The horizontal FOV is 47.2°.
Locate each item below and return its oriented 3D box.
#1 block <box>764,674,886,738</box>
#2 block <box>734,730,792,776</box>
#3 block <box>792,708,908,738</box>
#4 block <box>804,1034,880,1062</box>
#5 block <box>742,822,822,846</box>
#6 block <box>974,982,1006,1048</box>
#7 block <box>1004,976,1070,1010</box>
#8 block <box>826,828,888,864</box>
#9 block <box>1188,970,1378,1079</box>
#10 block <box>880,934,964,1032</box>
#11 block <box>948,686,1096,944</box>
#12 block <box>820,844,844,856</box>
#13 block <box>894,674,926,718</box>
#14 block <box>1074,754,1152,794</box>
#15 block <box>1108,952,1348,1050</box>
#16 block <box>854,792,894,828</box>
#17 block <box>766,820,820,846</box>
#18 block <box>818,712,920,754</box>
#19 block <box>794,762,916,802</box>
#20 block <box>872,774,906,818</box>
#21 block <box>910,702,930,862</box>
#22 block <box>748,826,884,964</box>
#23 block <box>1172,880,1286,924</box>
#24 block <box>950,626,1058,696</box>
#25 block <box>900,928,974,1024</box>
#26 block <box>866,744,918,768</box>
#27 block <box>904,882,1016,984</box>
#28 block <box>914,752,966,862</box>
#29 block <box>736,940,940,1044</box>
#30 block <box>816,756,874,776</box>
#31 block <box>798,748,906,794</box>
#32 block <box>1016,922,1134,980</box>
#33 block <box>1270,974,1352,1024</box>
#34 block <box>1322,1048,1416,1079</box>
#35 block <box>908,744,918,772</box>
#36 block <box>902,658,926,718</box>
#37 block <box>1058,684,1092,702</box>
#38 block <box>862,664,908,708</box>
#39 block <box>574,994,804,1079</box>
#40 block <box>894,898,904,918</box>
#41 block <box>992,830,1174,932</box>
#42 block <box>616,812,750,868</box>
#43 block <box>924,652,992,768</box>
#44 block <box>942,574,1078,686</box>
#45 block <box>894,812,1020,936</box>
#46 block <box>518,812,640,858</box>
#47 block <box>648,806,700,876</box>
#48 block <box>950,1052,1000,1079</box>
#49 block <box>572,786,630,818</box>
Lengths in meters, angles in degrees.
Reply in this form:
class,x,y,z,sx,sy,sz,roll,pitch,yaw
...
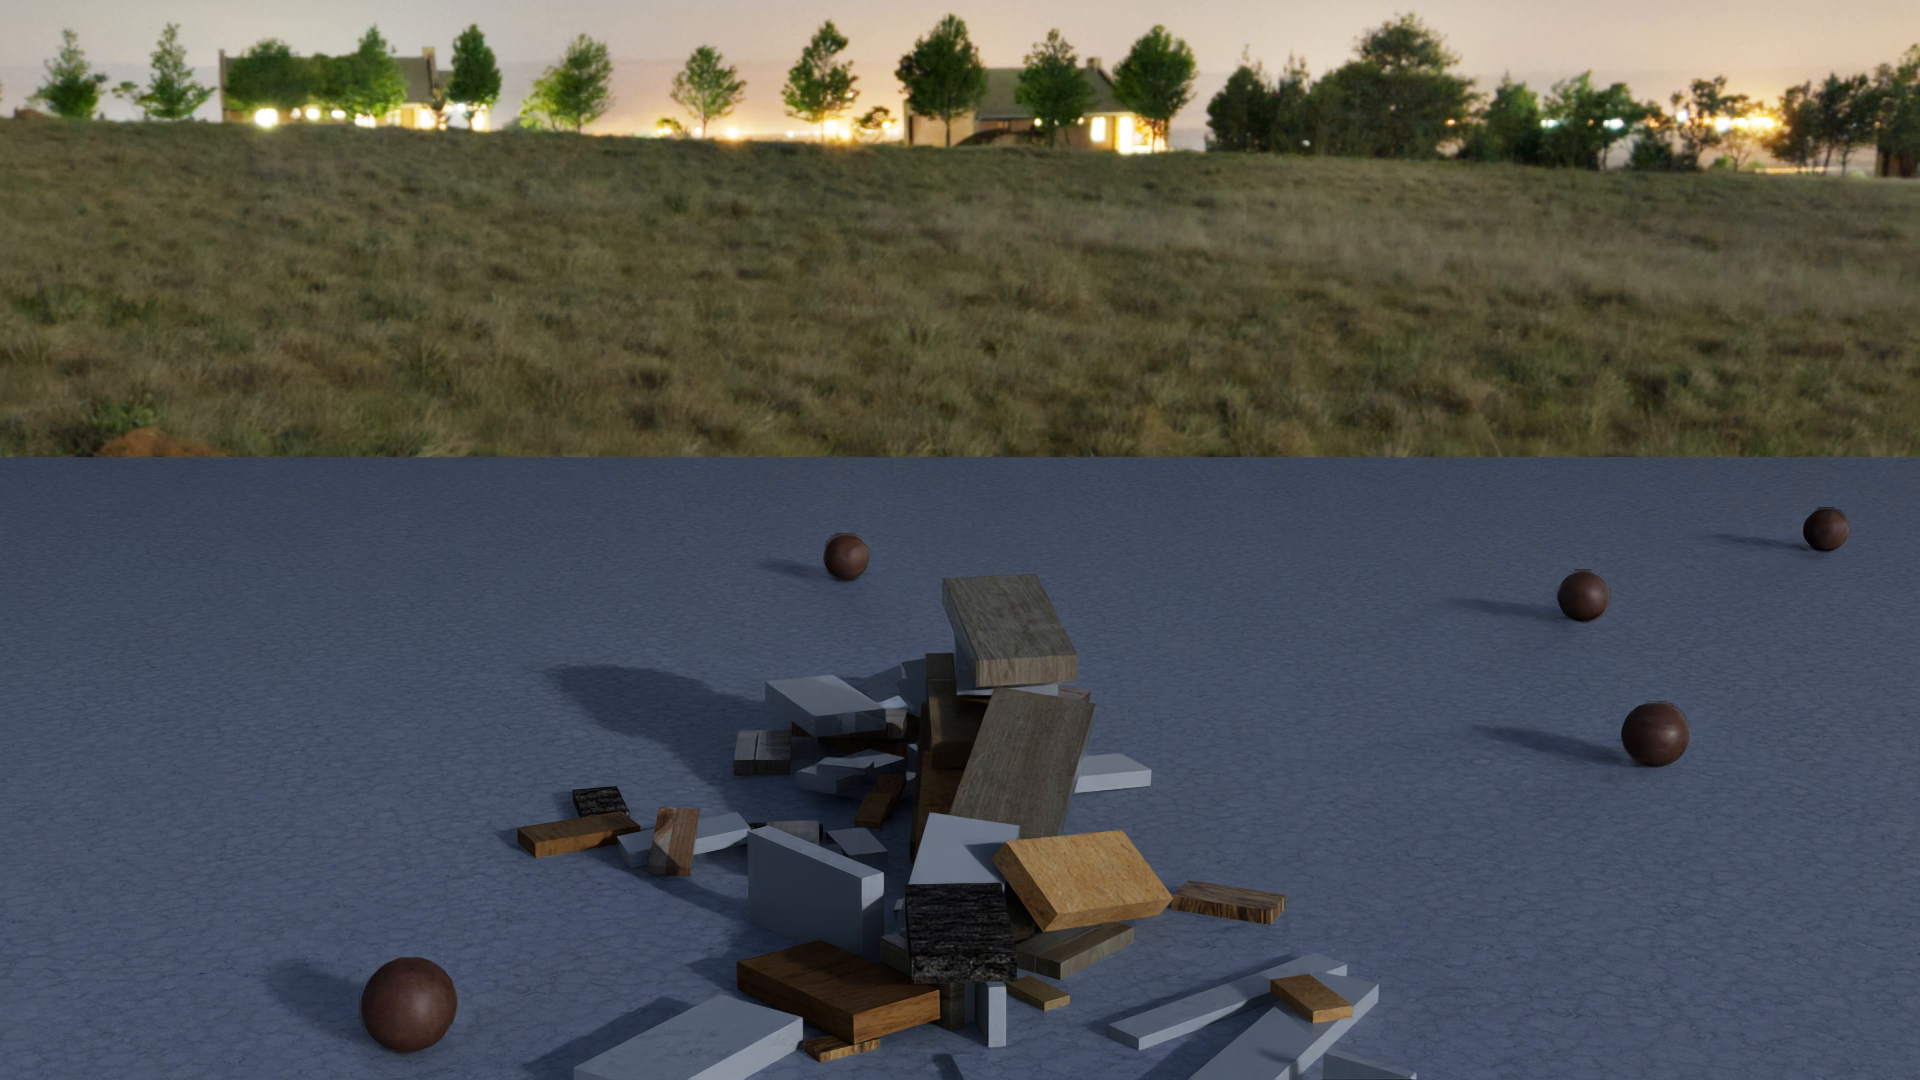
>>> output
class,x,y,z,sx,sy,sz,roll,pitch,yaw
block,-0.281,0.341,4.544,0.153,0.043,0.306,-5,12,-23
block,-0.397,0.429,4.449,0.110,0.031,0.220,-1,11,-3
block,-0.227,0.378,4.553,0.229,0.032,0.114,1,11,4
block,-0.164,0.699,3.045,0.094,0.013,0.047,-6,12,-31
block,-0.321,0.529,3.943,0.143,0.020,0.072,0,11,3
block,0.034,0.645,3.131,0.025,0.088,0.176,-2,11,-11
block,0.113,0.665,3.229,0.047,0.013,0.095,-8,13,-35
block,-0.182,0.541,3.879,0.072,0.020,0.143,-4,11,-19
block,0.403,0.707,2.965,0.097,0.028,0.645,6,12,30
block,-0.055,0.637,3.174,0.025,0.088,0.175,-8,13,-35
block,0.083,0.446,3.634,0.180,0.051,0.567,9,35,10
block,-0.241,0.562,3.750,0.092,0.026,0.184,-2,11,-9
block,-0.080,0.295,4.164,0.053,0.015,0.105,-15,34,-21
block,0.243,0.453,4.265,0.229,0.032,0.114,-2,12,-28
block,0.395,0.668,3.199,0.433,0.018,0.063,-9,14,-39
block,-0.159,0.498,4.054,0.049,0.014,0.098,2,26,13
block,-0.289,0.526,3.799,0.092,0.026,0.184,-1,11,-4
block,-0.176,0.401,4.602,0.221,0.031,0.110,-9,14,-39
block,-0.196,0.466,4.252,0.221,0.031,0.110,6,12,29
block,-0.139,0.479,4.121,0.053,0.015,0.105,3,33,15
block,0.010,0.432,3.935,0.178,0.050,0.356,2,38,2
block,-0.228,0.557,3.435,0.042,0.149,0.299,-9,14,-39
block,0.439,0.592,3.594,0.167,0.024,0.084,5,12,25
block,0.078,0.185,4.082,0.180,0.051,0.360,0,23,-3
block,-0.034,0.632,3.201,0.025,0.088,0.176,-6,12,-30
block,-0.106,0.436,4.436,0.167,0.024,0.084,1,11,3
block,-0.002,0.568,3.194,0.146,0.041,0.293,-1,11,-3
block,0.018,0.488,3.744,0.178,0.050,0.356,2,30,1
block,-0.179,0.651,3.184,0.149,0.042,0.299,-8,10,-37
block,-0.217,0.429,4.175,0.098,0.014,0.049,4,11,18
block,-0.205,0.443,4.214,0.098,0.028,0.195,9,14,40
block,0.173,0.627,3.395,0.097,0.028,0.194,8,13,38
block,0.500,0.653,3.132,0.063,0.018,0.125,-4,11,-20
block,0.531,0.709,2.859,0.125,0.063,0.018,8,13,37
block,-0.080,0.440,4.330,0.015,0.053,0.105,-4,11,-20
block,-0.018,0.308,4.190,0.129,0.037,0.258,-9,32,-12
block,0.111,0.386,4.516,0.153,0.043,0.713,12,11,15
block,-0.146,0.326,4.800,0.114,0.032,0.371,-21,7,-4
block,-0.363,0.698,2.972,0.149,0.042,0.299,7,13,33
block,-0.054,0.589,3.568,0.103,0.015,0.051,-13,9,9
block,0.196,0.535,3.468,0.292,0.041,0.146,3,41,-48
block,-0.485,0.527,3.872,0.219,0.028,0.098,-10,13,-18
block,0.031,0.305,3.991,0.178,0.050,0.356,0,23,-3
block,0.086,0.160,4.009,0.180,0.051,0.360,-3,23,-10
block,-0.004,0.544,3.405,0.146,0.041,0.292,8,35,8
block,-0.682,0.526,3.936,0.195,0.028,0.098,-6,12,-29
block,-0.494,0.521,3.806,0.072,0.020,0.143,4,37,-1
block,0.021,0.715,2.958,0.047,0.013,0.095,-2,11,-13
block,-0.670,0.497,4.103,0.084,0.024,0.167,-3,11,-16
